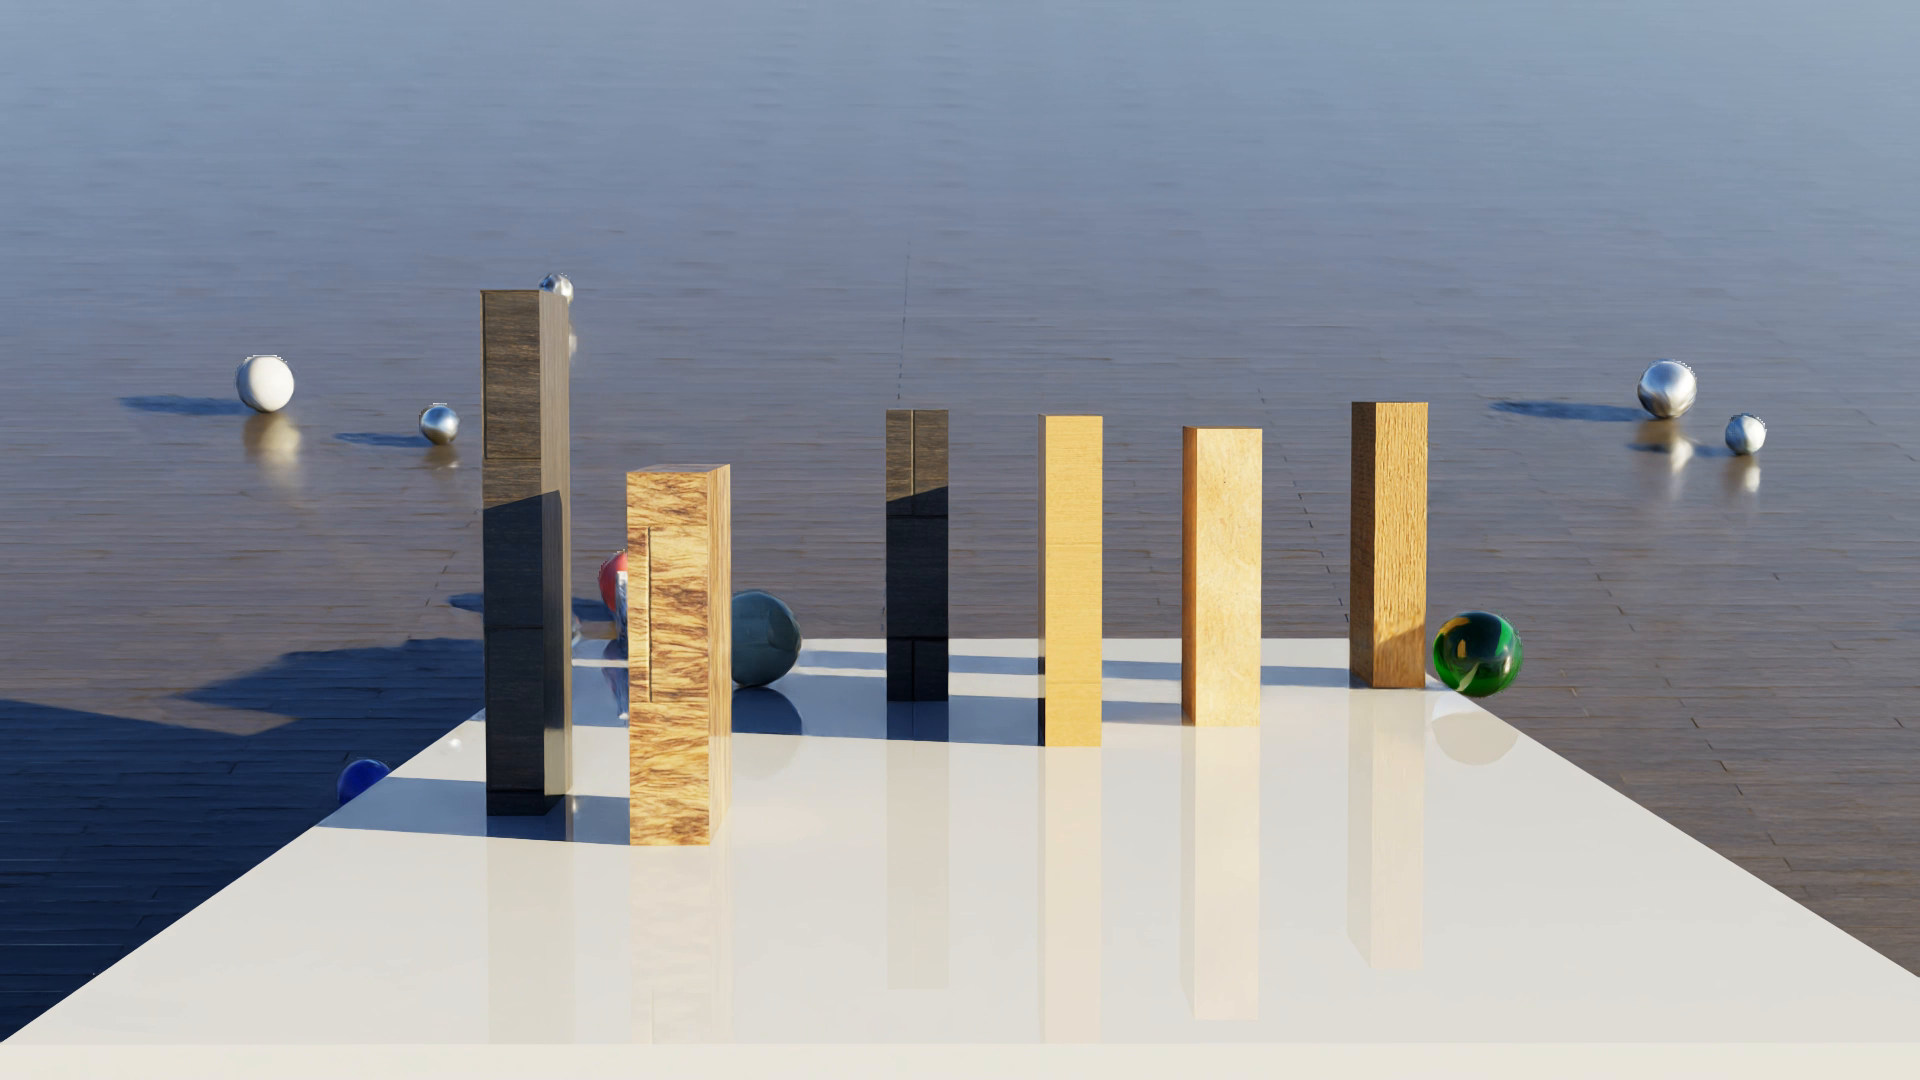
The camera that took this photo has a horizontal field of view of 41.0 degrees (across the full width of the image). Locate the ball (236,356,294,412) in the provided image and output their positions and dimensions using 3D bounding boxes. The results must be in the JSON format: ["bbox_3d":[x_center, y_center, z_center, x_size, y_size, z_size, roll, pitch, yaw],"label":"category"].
[{"bbox_3d":[-2.342,-0.525,8.655,0.188,0.188,0.188,0,20,0],"label":"ball"}]

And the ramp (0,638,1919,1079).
[{"bbox_3d":[0.047,0.424,4.534,2.000,0.100,4.000,0,4,0],"label":"ramp"}]

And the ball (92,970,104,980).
[{"bbox_3d":[-1.564,0.887,4.810,0.178,0.178,0.178,0,20,0],"label":"ball"}]

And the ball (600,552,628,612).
[{"bbox_3d":[-0.878,0.120,6.905,0.179,0.179,0.179,0,20,0],"label":"ball"}]

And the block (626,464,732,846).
[{"bbox_3d":[-0.410,0.157,3.787,0.112,0.526,0.367,0,4,0],"label":"block"}]

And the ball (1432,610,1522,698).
[{"bbox_3d":[1.102,0.243,5.476,0.186,0.186,0.186,0,20,0],"label":"ball"}]

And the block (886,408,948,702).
[{"bbox_3d":[-0.088,0.021,5.427,0.126,0.596,0.389,0,4,0],"label":"block"}]

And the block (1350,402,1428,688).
[{"bbox_3d":[0.937,0.002,5.632,0.110,0.608,0.336,0,4,0],"label":"block"}]

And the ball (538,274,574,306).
[{"bbox_3d":[-1.557,-0.952,9.898,0.138,0.138,0.138,0,20,0],"label":"ball"}]

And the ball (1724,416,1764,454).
[{"bbox_3d":[2.515,-0.335,8.230,0.124,0.124,0.124,0,20,0],"label":"ball"}]

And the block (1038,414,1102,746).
[{"bbox_3d":[0.203,0.062,4.797,0.100,0.591,0.432,0,4,0],"label":"block"}]

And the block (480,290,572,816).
[{"bbox_3d":[-0.670,0.013,3.986,0.088,0.790,0.285,0,4,0],"label":"block"}]

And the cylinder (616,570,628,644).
[{"bbox_3d":[-0.761,0.165,6.393,0.179,0.179,0.179,-1,20,-12],"label":"cylinder"}]

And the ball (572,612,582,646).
[{"bbox_3d":[-1.045,0.237,6.635,0.137,0.137,0.137,0,20,0],"label":"ball"}]

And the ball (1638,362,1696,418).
[{"bbox_3d":[2.364,-0.501,8.587,0.190,0.190,0.190,0,20,0],"label":"ball"}]

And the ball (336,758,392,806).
[{"bbox_3d":[-1.332,0.559,5.769,0.134,0.134,0.134,0,20,0],"label":"ball"}]

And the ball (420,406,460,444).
[{"bbox_3d":[-1.686,-0.373,8.329,0.126,0.126,0.126,0,20,0],"label":"ball"}]

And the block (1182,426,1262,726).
[{"bbox_3d":[0.507,0.063,5.004,0.121,0.563,0.312,0,4,0],"label":"block"}]

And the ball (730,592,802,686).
[{"bbox_3d":[-0.441,0.212,5.513,0.203,0.203,0.203,0,20,0],"label":"ball"}]
